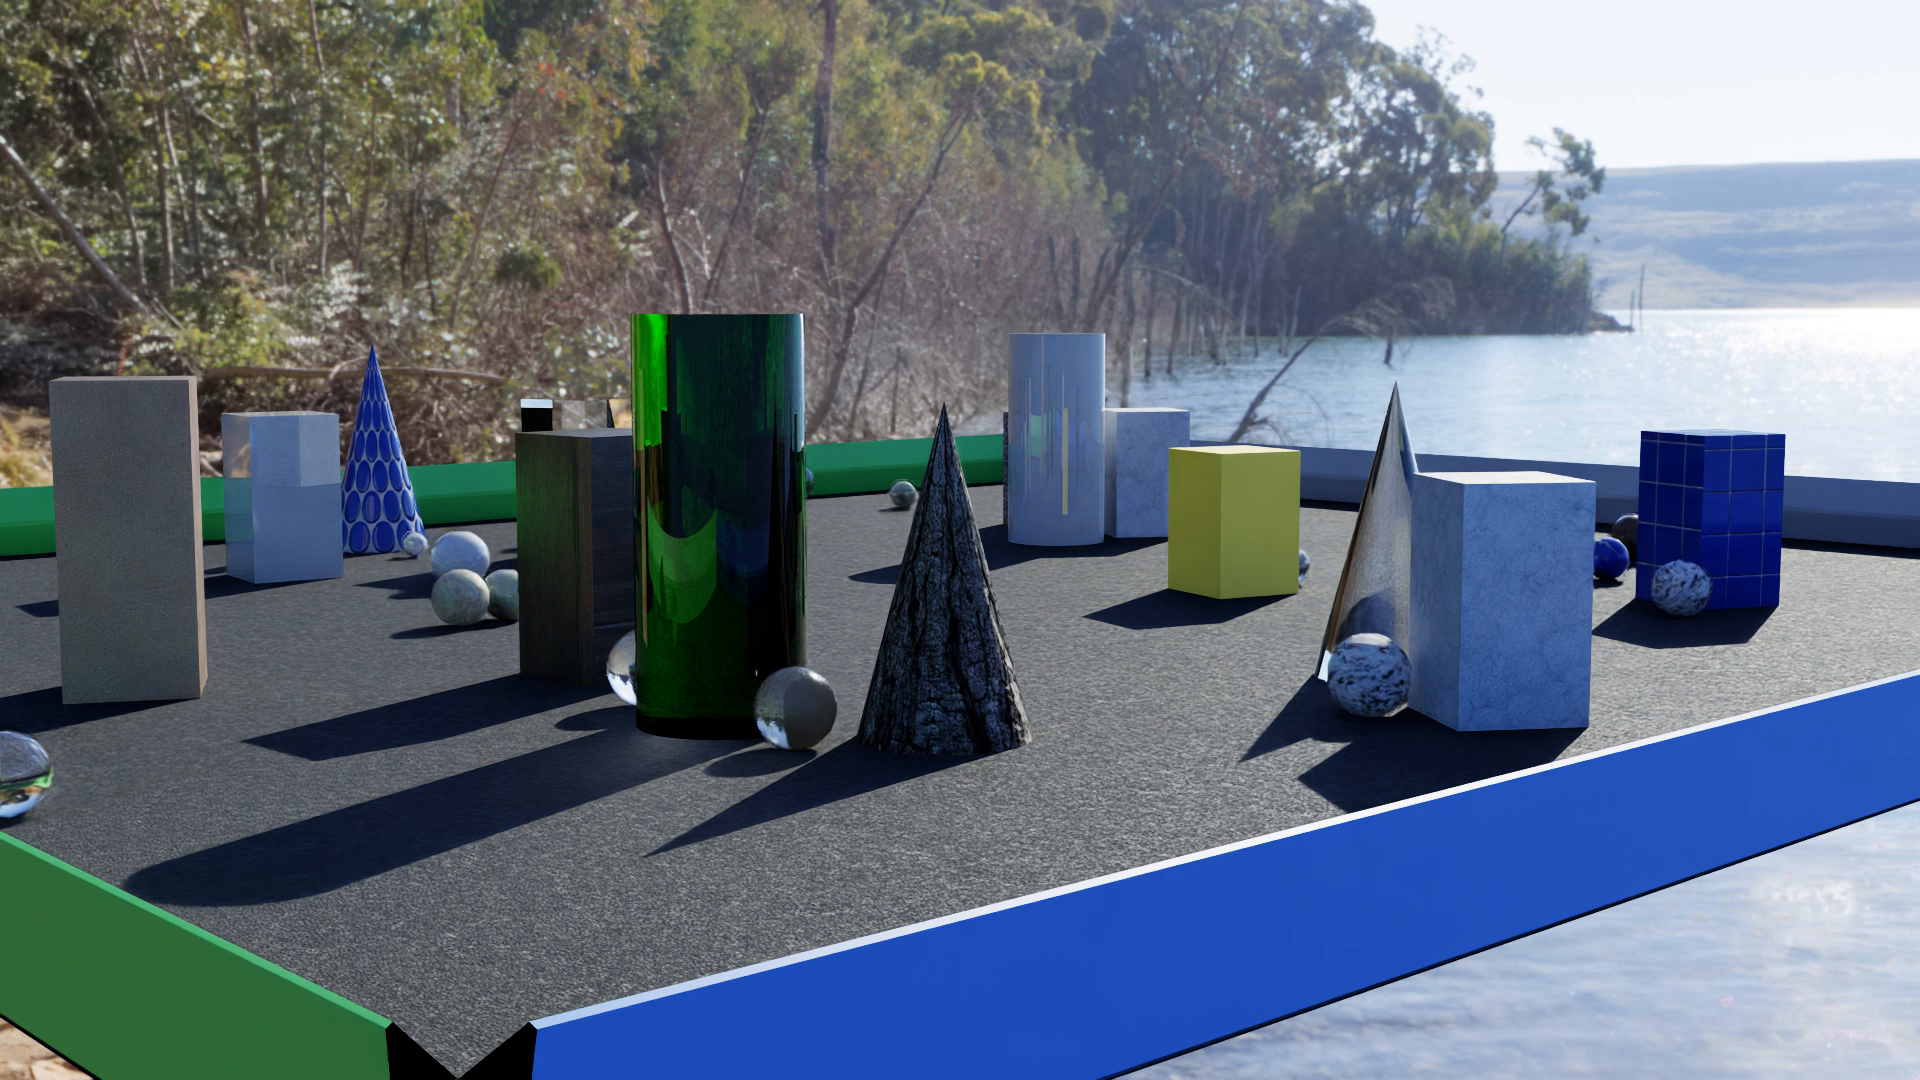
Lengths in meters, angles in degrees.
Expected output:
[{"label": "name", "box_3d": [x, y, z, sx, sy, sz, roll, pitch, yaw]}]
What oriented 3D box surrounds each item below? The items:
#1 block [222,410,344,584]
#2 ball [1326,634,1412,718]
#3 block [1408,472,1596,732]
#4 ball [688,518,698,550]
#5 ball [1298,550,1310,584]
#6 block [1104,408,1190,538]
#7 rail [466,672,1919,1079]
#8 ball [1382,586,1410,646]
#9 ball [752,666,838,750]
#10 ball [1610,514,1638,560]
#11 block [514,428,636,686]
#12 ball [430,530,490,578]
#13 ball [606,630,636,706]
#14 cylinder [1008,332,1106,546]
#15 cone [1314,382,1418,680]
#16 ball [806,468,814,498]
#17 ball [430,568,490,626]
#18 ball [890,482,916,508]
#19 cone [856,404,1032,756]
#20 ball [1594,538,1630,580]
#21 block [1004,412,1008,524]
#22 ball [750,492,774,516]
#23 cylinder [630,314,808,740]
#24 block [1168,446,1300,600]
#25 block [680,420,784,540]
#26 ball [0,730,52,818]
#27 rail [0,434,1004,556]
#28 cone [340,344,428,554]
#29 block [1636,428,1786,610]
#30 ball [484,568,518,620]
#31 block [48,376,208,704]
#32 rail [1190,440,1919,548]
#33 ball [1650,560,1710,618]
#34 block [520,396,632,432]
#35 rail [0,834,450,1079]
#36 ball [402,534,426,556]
[{"label": "block", "box_3d": [-1.116, -0.074, 3.620, 0.146, 0.268, 0.146, -4, 7, -35]}, {"label": "ball", "box_3d": [0.443, 0.147, 2.386, 0.091, 0.091, 0.091, 0, 6, 0]}, {"label": "block", "box_3d": [0.583, 0.062, 2.377, 0.146, 0.261, 0.146, -1, 6, -9]}, {"label": "ball", "box_3d": [-0.507, -0.011, 3.950, 0.072, 0.072, 0.072, 0, 6, 0]}, {"label": "ball", "box_3d": [0.529, 0.042, 3.516, 0.060, 0.060, 0.060, 0, 6, 0]}, {"label": "block", "box_3d": [0.356, -0.134, 4.304, 0.146, 0.242, 0.146, -1, 6, -12]}, {"label": "rail", "box_3d": [1.062, 0.153, 2.188, 3.557, 0.119, 0.045, -6, 8, -42]}, {"label": "ball", "box_3d": [0.594, 0.099, 2.874, 0.081, 0.081, 0.081, 0, 6, 0]}, {"label": "ball", "box_3d": [-0.166, 0.169, 2.206, 0.085, 0.085, 0.085, 0, 6, 0]}, {"label": "ball", "box_3d": [1.180, -0.005, 3.857, 0.080, 0.080, 0.080, 0, 6, 0]}, {"label": "block", "box_3d": [-0.432, 0.016, 2.663, 0.146, 0.292, 0.146, 6, 8, 42]}, {"label": "ball", "box_3d": [-0.790, 0.030, 3.476, 0.091, 0.091, 0.091, 0, 6, 0]}, {"label": "ball", "box_3d": [-0.348, 0.141, 2.444, 0.089, 0.089, 0.089, 0, 6, 0]}, {"label": "cylinder", "box_3d": [0.182, -0.194, 4.158, 0.183, 0.392, 0.183, 0, 6, 0]}, {"label": "cone", "box_3d": [0.519, -0.014, 2.637, 0.183, 0.357, 0.183, 0, 6, 0]}, {"label": "ball", "box_3d": [-0.376, -0.132, 5.023, 0.086, 0.086, 0.086, 0, 6, 0]}, {"label": "ball", "box_3d": [-0.695, 0.080, 3.061, 0.080, 0.080, 0.080, 0, 6, 0]}, {"label": "ball", "box_3d": [-0.125, -0.100, 4.846, 0.060, 0.060, 0.060, 0, 6, 0]}, {"label": "cone", "box_3d": [-0.016, 0.031, 2.255, 0.183, 0.348, 0.183, 0, 6, 0]}, {"label": "ball", "box_3d": [1.053, 0.030, 3.578, 0.070, 0.070, 0.070, 0, 6, 0]}, {"label": "block", "box_3d": [0.191, -0.148, 4.496, 0.146, 0.229, 0.146, 5, 8, 41]}, {"label": "ball", "box_3d": [-0.419, -0.075, 4.663, 0.049, 0.049, 0.049, 0, 6, 0]}, {"label": "cylinder", "box_3d": [-0.254, -0.020, 2.328, 0.183, 0.436, 0.183, 0, 6, 0]}, {"label": "block", "box_3d": [0.427, -0.031, 3.433, 0.146, 0.222, 0.146, -3, 7, -27]}, {"label": "block", "box_3d": [-0.441, -0.119, 4.264, 0.146, 0.221, 0.146, 2, 7, 21]}, {"label": "ball", "box_3d": [-0.833, 0.204, 1.919, 0.076, 0.076, 0.076, 0, 6, 0]}, {"label": "rail", "box_3d": [-1.062, -0.091, 4.476, 3.557, 0.119, 0.045, -6, 8, -42]}, {"label": "cone", "box_3d": [-1.074, -0.174, 4.038, 0.183, 0.378, 0.183, 0, 6, 0]}, {"label": "block", "box_3d": [1.126, -0.034, 3.304, 0.146, 0.256, 0.146, -2, 6, -20]}, {"label": "ball", "box_3d": [-0.644, 0.077, 3.122, 0.073, 0.073, 0.073, 0, 6, 0]}, {"label": "block", "box_3d": [-0.955, -0.005, 2.534, 0.146, 0.362, 0.146, -2, 6, -16]}, {"label": "rail", "box_3d": [1.290, -0.095, 4.516, 0.045, 0.119, 3.178, -6, 8, -42]}, {"label": "ball", "box_3d": [1.032, 0.070, 3.149, 0.082, 0.082, 0.082, 0, 6, 0]}, {"label": "block", "box_3d": [-0.675, -0.112, 3.921, 0.146, 0.280, 0.146, 4, 7, 31]}, {"label": "rail", "box_3d": [-1.290, 0.157, 2.149, 0.045, 0.119, 3.178, -6, 8, -42]}, {"label": "ball", "box_3d": [-0.969, 0.009, 3.908, 0.042, 0.042, 0.042, 0, 6, 0]}]
